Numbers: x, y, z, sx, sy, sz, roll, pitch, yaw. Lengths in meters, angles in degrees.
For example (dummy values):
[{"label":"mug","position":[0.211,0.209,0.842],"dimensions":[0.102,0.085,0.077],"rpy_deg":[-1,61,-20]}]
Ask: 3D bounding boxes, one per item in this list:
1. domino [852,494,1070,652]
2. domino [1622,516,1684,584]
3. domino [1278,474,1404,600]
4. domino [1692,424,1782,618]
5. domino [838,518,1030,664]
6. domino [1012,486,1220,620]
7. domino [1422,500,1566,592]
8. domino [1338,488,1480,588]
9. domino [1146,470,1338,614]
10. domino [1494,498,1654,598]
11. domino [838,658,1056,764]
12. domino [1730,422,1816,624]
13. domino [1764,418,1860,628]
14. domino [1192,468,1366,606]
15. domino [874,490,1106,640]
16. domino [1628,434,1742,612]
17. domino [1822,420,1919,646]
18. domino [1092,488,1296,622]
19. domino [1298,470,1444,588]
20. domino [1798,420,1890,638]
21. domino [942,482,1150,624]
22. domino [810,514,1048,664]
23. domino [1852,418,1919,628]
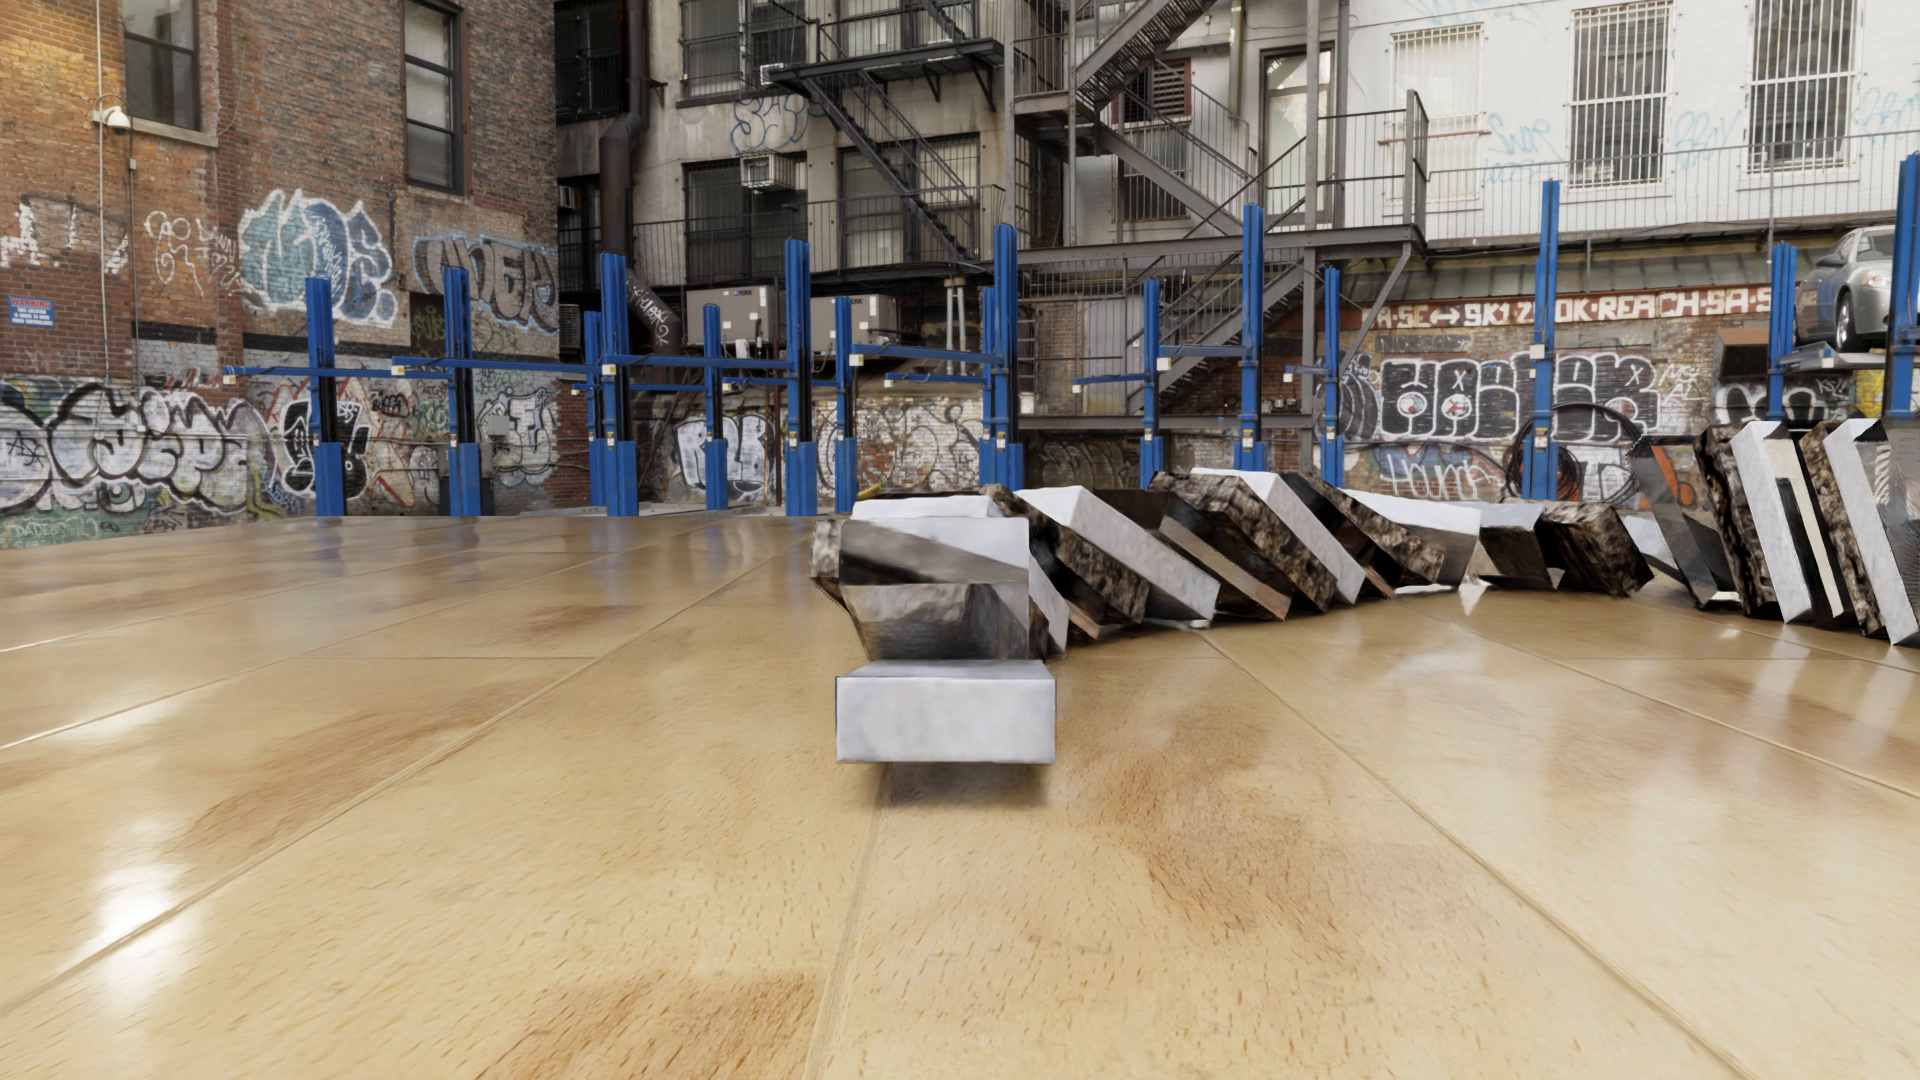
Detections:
[{"label":"domino","position":[0.001,0.008,0.238],"dimensions":[0.025,0.010,0.050],"rpy_deg":[-2,-26,21]},{"label":"domino","position":[0.204,0.005,0.364],"dimensions":[0.025,0.010,0.050],"rpy_deg":[32,11,10]},{"label":"domino","position":[0.093,-0.001,0.344],"dimensions":[0.050,0.009,0.025],"rpy_deg":[35,-18,-31]},{"label":"domino","position":[0.206,-0.005,0.323],"dimensions":[0.025,0.050,0.009],"rpy_deg":[0,-27,0]},{"label":"domino","position":[-0.002,0.011,0.193],"dimensions":[0.025,0.009,0.050],"rpy_deg":[0,-23,3]},{"label":"domino","position":[0.034,0.004,0.292],"dimensions":[0.050,0.009,0.025],"rpy_deg":[31,-20,-35]},{"label":"domino","position":[0.152,0.001,0.385],"dimensions":[0.050,0.025,0.009],"rpy_deg":[5,46,48]},{"label":"domino","position":[0.124,-0.001,0.378],"dimensions":[0.050,0.010,0.025],"rpy_deg":[10,-37,13]},{"label":"domino","position":[0.069,0.001,0.314],"dimensions":[0.025,0.009,0.050],"rpy_deg":[8,-24,49]},{"label":"domino","position":[0.177,0.001,0.379],"dimensions":[0.009,0.025,0.050],"rpy_deg":[-37,11,-7]},{"label":"domino","position":[-0.001,0.022,0.172],"dimensions":[0.025,0.009,0.050],"rpy_deg":[0,-3,2]},{"label":"domino","position":[0.208,-0.005,0.311],"dimensions":[0.025,0.050,0.009],"rpy_deg":[0,-26,0]},{"label":"domino","position":[0.210,-0.004,0.300],"dimensions":[0.025,0.050,0.009],"rpy_deg":[1,-26,0]},{"label":"domino","position":[0.080,-0.001,0.328],"dimensions":[0.025,0.009,0.050],"rpy_deg":[8,-24,48]},{"label":"domino","position":[0.006,0.006,0.261],"dimensions":[0.025,0.010,0.050],"rpy_deg":[0,-26,39]},{"label":"domino","position":[0.199,-0.005,0.338],"dimensions":[0.025,0.050,0.009],"rpy_deg":[0,-35,-6]},{"label":"domino","position":[0.210,-0.002,0.278],"dimensions":[0.025,0.050,0.009],"rpy_deg":[0,-26,0]},{"label":"domino","position":[0.055,0.004,0.304],"dimensions":[0.050,0.009,0.025],"rpy_deg":[32,-16,-35]},{"label":"domino","position":[0.107,-0.002,0.359],"dimensions":[0.050,0.009,0.025],"rpy_deg":[28,-15,-18]},{"label":"domino","position":[0.212,-0.003,0.289],"dimensions":[0.025,0.050,0.009],"rpy_deg":[0,-26,0]},{"label":"domino","position":[0.015,0.004,0.278],"dimensions":[0.050,0.009,0.025],"rpy_deg":[32,-24,-36]},{"label":"domino","position":[-0.003,0.010,0.218],"dimensions":[0.025,0.010,0.050],"rpy_deg":[-2,-23,18]},{"label":"domino","position":[0.209,-0.001,0.267],"dimensions":[0.025,0.050,0.009],"rpy_deg":[0,-26,0]}]
